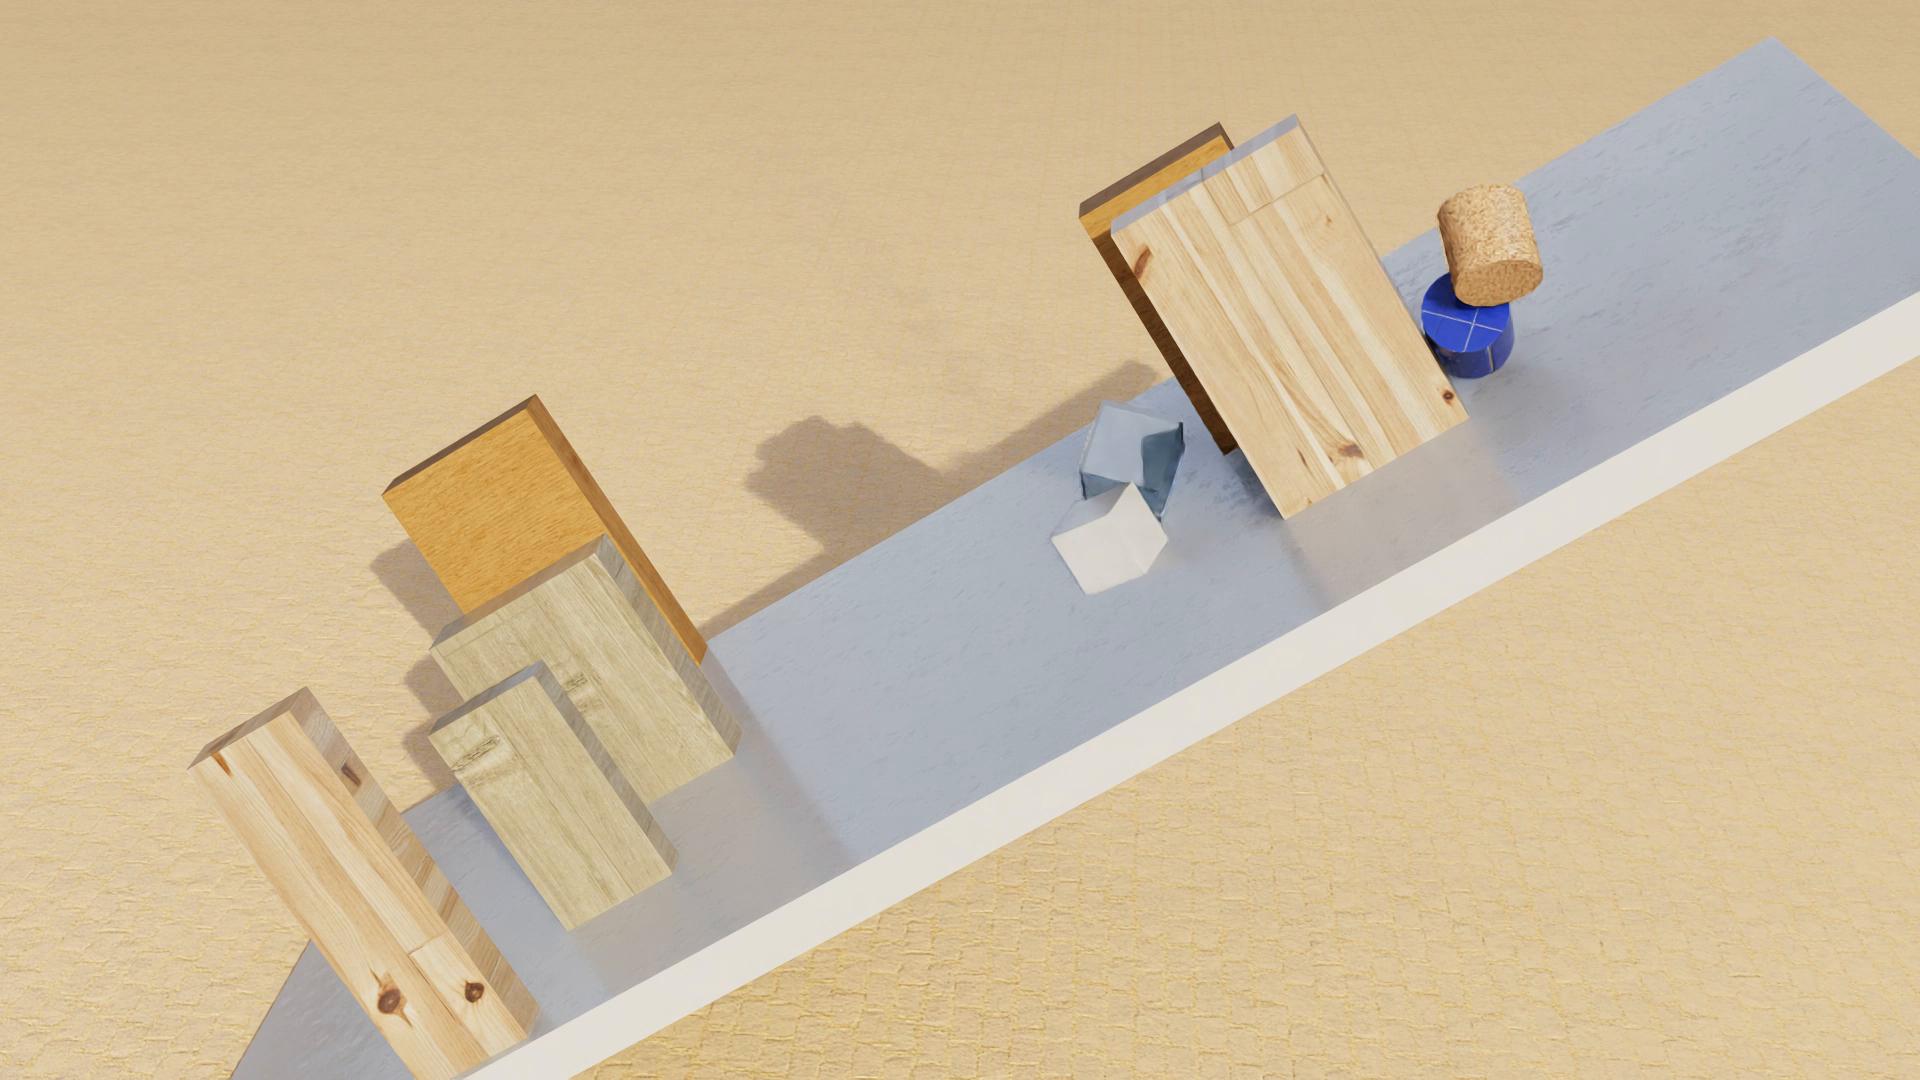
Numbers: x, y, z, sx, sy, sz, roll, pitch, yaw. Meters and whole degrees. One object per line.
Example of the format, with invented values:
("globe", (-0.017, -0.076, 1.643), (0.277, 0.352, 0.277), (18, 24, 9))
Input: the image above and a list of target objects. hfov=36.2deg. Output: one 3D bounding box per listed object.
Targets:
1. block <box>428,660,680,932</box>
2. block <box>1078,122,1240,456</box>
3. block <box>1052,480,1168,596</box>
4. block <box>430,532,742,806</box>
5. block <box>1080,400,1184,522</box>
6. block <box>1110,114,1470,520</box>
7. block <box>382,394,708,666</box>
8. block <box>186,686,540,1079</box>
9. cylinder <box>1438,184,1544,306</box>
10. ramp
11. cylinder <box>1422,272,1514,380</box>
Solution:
("block", (-0.822, 0.521, 5.969), (0.261, 0.502, 0.089), (-29, 15, 13))
("block", (0.559, -0.534, 6.282), (0.344, 0.607, 0.142), (-29, 15, 13))
("block", (0.307, -0.003, 6.010), (0.147, 0.147, 0.147), (-23, 18, 34))
("block", (-0.820, 0.334, 6.476), (0.440, 0.547, 0.137), (-29, 15, 13))
("block", (0.360, -0.164, 6.131), (0.169, 0.169, 0.169), (15, -20, 13))
("block", (0.636, -0.426, 5.669), (0.407, 0.662, 0.125), (-29, 15, 13))
("block", (-1.022, 0.079, 7.273), (0.431, 0.769, 0.132), (-29, 15, 13))
("block", (-1.126, 0.667, 5.582), (0.240, 0.780, 0.120), (-29, 15, 13))
("cylinder", (1.007, -0.560, 5.586), (0.169, 0.169, 0.169), (-3, 64, -9))
("ramp", (0.141, 0.169, 6.289), (4.000, 0.100, 2.000), (-29, 15, 13))
("cylinder", (0.994, -0.422, 5.752), (0.170, 0.170, 0.170), (5, -13, 15))
